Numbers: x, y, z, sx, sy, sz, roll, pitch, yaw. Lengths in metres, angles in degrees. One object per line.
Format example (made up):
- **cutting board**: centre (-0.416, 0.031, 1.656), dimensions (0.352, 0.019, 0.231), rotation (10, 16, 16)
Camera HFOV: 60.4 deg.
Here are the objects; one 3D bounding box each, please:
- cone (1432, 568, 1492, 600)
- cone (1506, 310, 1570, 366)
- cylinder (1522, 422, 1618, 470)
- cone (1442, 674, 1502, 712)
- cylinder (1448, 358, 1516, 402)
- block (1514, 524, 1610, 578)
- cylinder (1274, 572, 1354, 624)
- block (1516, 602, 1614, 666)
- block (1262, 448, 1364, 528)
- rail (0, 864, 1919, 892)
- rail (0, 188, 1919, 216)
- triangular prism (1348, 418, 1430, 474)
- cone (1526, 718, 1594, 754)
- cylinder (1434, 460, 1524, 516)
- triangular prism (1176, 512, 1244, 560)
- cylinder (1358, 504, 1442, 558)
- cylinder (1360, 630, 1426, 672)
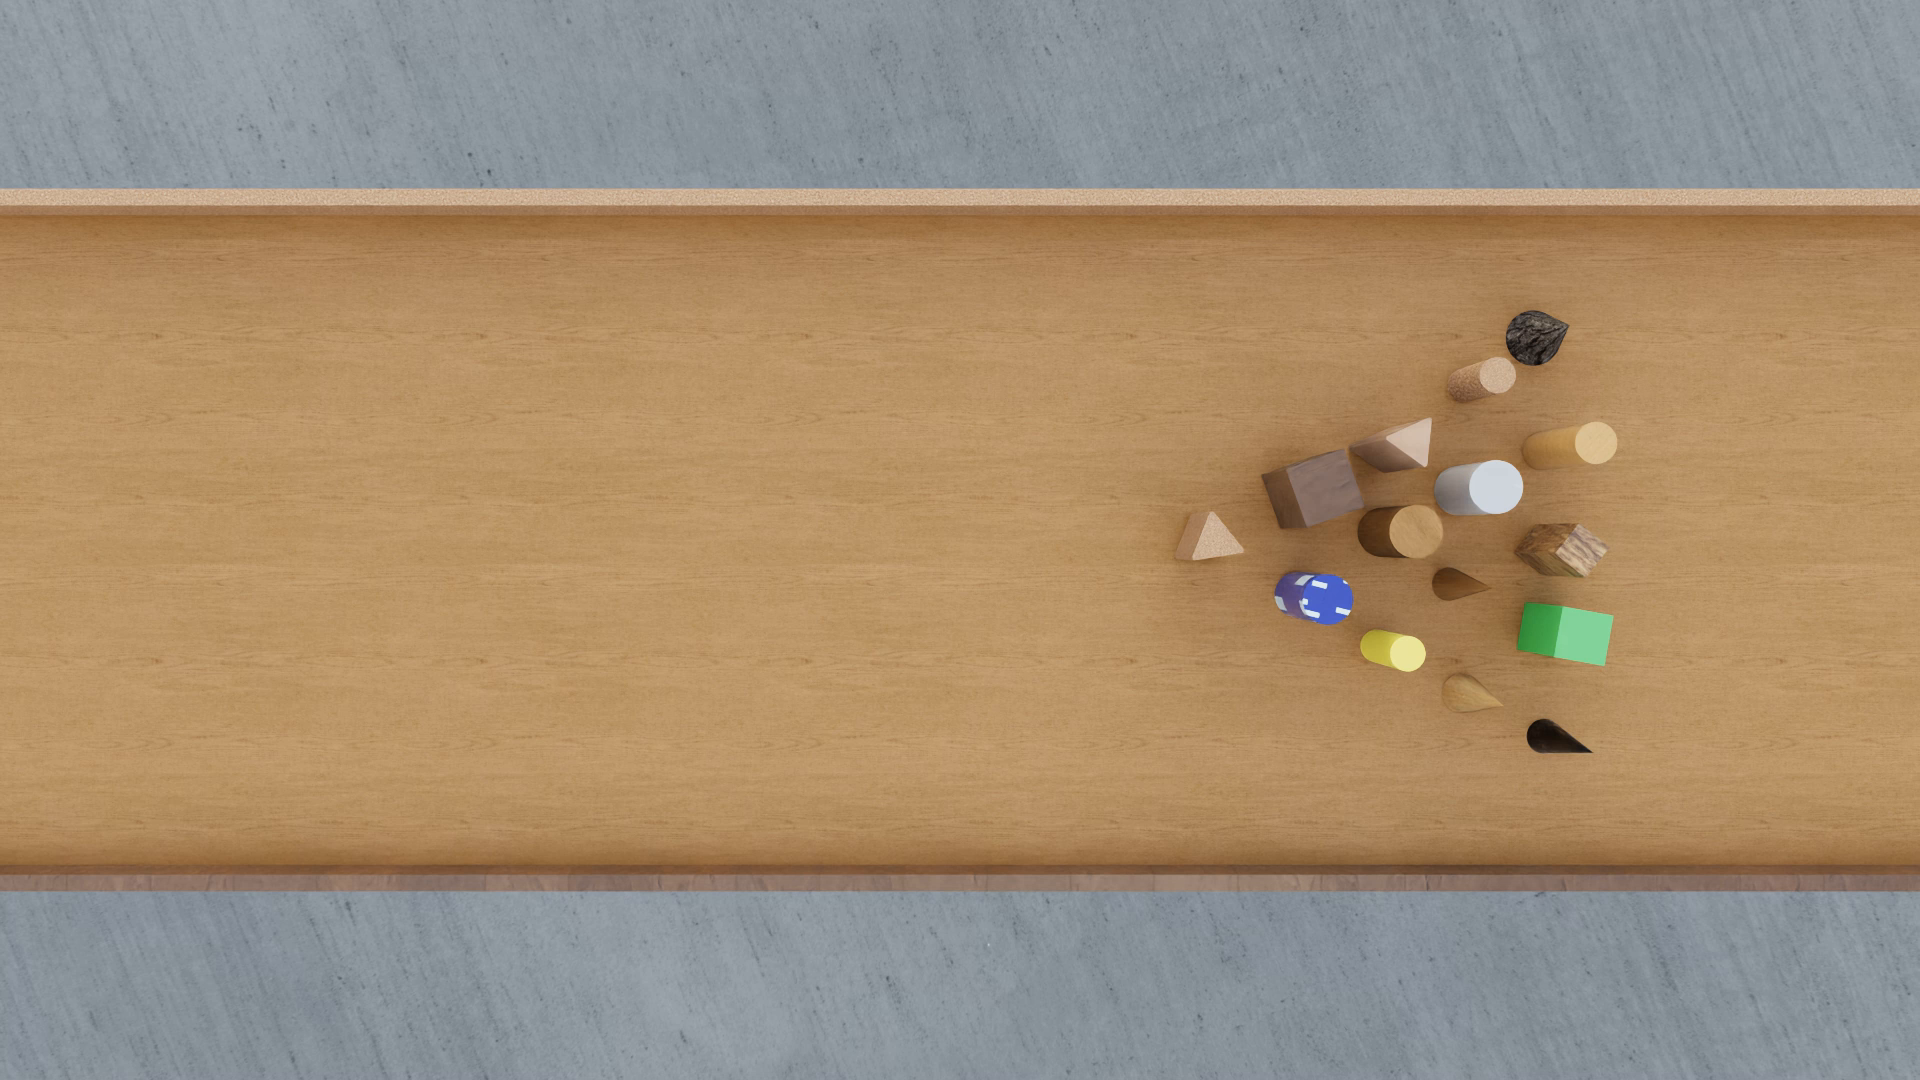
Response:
- **cone**: centre (1.504, 0.136, 4.864), dimensions (0.102, 0.424, 0.102), rotation (0, 90, 0)
- **cone**: centre (1.765, -0.622, 4.925), dimensions (0.170, 0.303, 0.170), rotation (0, 90, 0)
- **cylinder**: centre (1.789, -0.273, 4.857), dimensions (0.119, 0.438, 0.119), rotation (0, 90, 0)
- **cone**: centre (1.545, 0.472, 4.880), dimensions (0.122, 0.392, 0.122), rotation (0, 90, 0)
- **cylinder**: centre (1.552, -0.476, 4.918), dimensions (0.105, 0.317, 0.105), rotation (0, 90, 0)
- **block**: centre (1.782, 0.030, 4.899), dimensions (0.112, 0.355, 0.112), rotation (38, 90, 0)
- **cylinder**: centre (1.039, 0.168, 4.868), dimensions (0.143, 0.418, 0.143), rotation (0, 90, 0)
- **block**: centre (1.799, 0.278, 4.917), dimensions (0.148, 0.319, 0.148), rotation (10, 90, 0)
- **block**: centre (1.040, -0.148, 4.883), dimensions (0.176, 0.388, 0.176), rotation (-20, 90, 0)
- **rail**: centre (-2.247, 1.025, 5.001), dimensions (12.000, 0.150, 0.050), rotation (0, 90, 0)
- **rail**: centre (-2.247, -1.025, 5.002), dimensions (12.000, 0.150, 0.050), rotation (0, 90, 0)
- **triangular prism**: centre (1.287, -0.294, 4.852), dimensions (0.137, 0.449, 0.119), rotation (36, 90, 0)
- **cone**: centre (1.798, 0.604, 4.876), dimensions (0.107, 0.400, 0.107), rotation (0, 90, 0)
- **cylinder**: centre (1.536, -0.152, 4.901), dimensions (0.154, 0.352, 0.154), rotation (0, 90, 0)
- **triangular prism**: centre (0.725, -0.020, 4.883), dimensions (0.147, 0.387, 0.127), rotation (-9, 90, 0)
- **cylinder**: centre (1.300, -0.024, 4.888), dimensions (0.153, 0.376, 0.153), rotation (0, 90, 0)
- **cylinder**: centre (1.283, 0.326, 4.901), dimensions (0.102, 0.352, 0.102), rotation (0, 90, 0)
